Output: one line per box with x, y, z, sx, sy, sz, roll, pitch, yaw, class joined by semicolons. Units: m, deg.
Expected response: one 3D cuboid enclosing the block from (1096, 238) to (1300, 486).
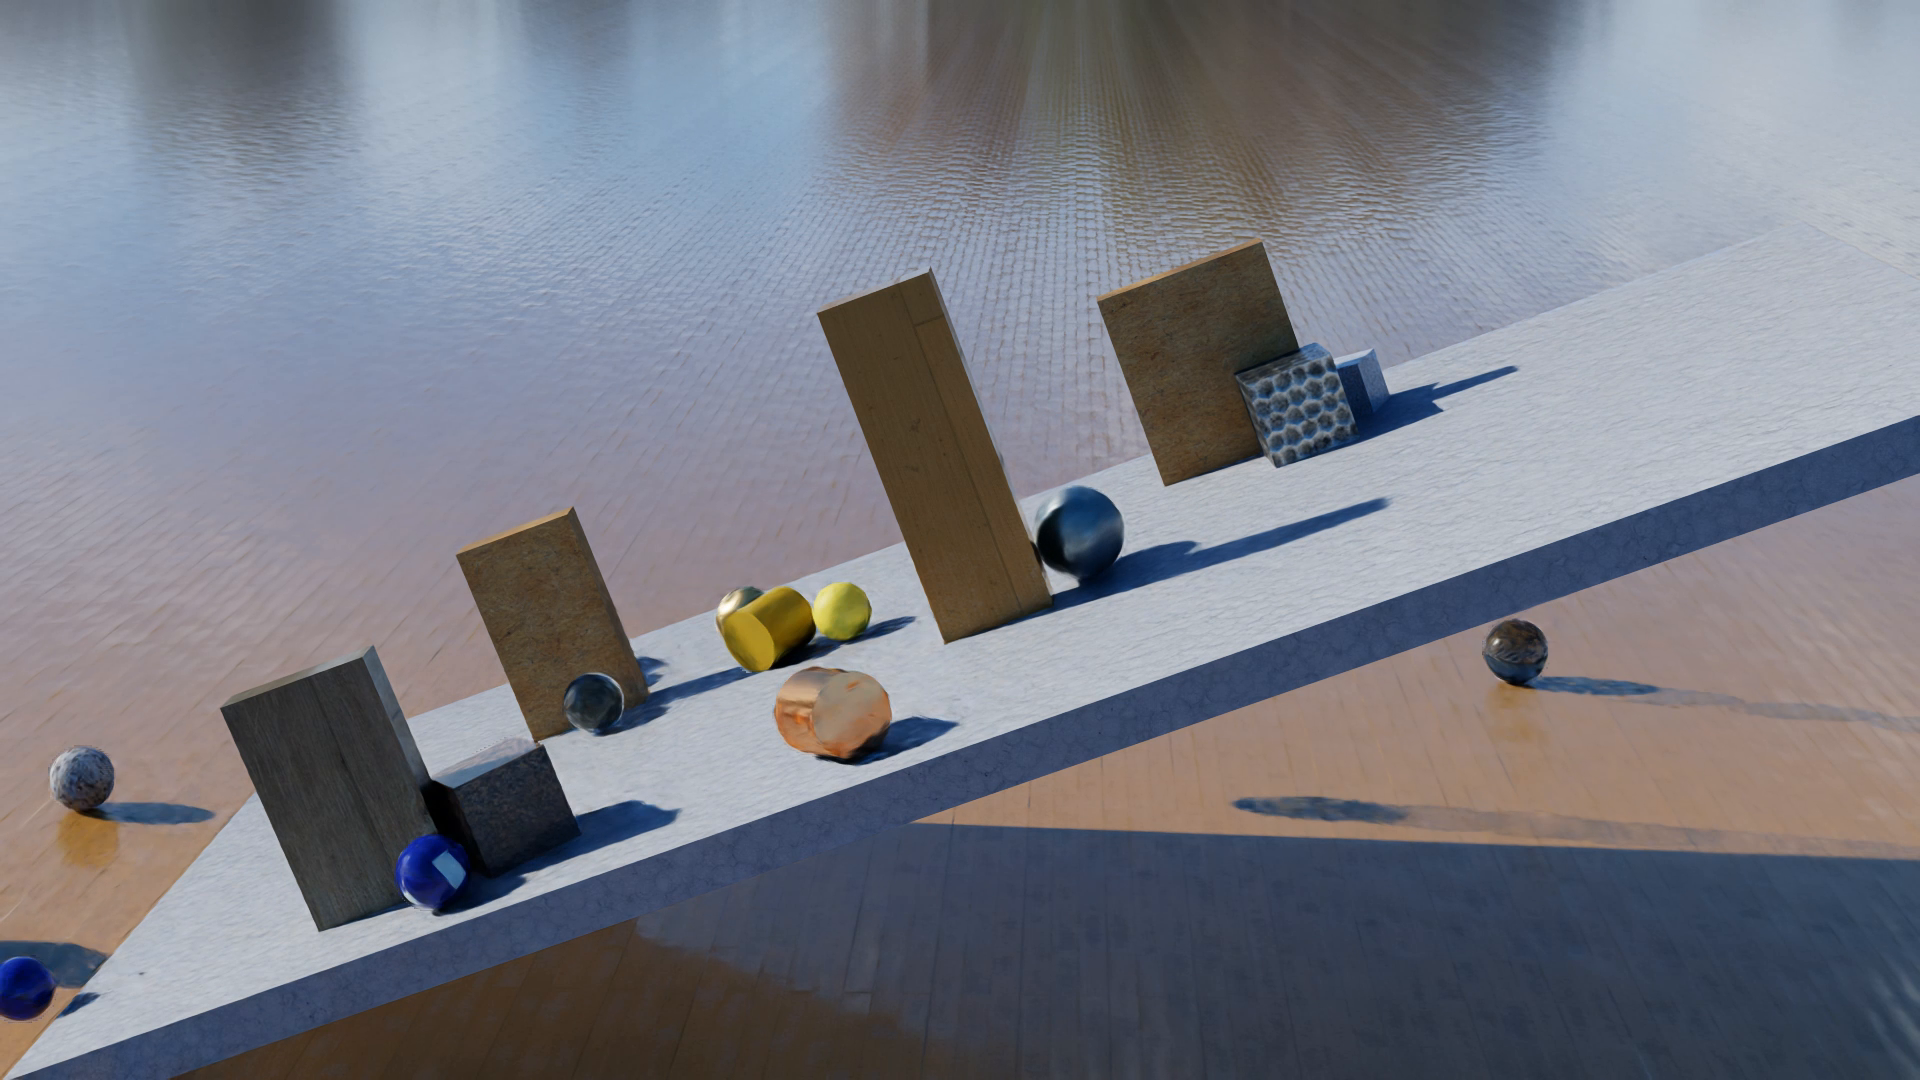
0.580;-0.408;6.764;0.397;0.459;0.081;-20;12;7;block

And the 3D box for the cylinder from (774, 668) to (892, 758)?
-0.241;0.326;5.564;0.165;0.165;0.165;-7;4;-28;cylinder

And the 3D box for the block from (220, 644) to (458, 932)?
-1.194;0.484;5.721;0.300;0.484;0.090;-20;12;7;block

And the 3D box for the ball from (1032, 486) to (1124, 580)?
0.249;-0.014;6.198;0.195;0.195;0.195;0;13;0;ball

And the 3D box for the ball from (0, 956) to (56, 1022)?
-1.888;0.903;5.918;0.130;0.130;0.130;0;13;0;ball

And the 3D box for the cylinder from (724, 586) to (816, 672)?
-0.422;0.197;6.533;0.146;0.146;0.146;10;28;36;cylinder

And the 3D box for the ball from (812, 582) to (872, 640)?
-0.260;0.157;6.470;0.130;0.130;0.130;0;13;0;ball

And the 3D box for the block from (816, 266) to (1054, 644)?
-0.046;-0.173;6.079;0.242;0.740;0.101;-20;12;7;block

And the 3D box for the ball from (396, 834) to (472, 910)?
-0.997;0.628;5.571;0.142;0.142;0.142;0;13;0;ball

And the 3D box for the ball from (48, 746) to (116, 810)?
-2.216;0.602;7.423;0.160;0.160;0.160;0;13;0;ball

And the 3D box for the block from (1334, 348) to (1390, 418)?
0.902;-0.355;6.798;0.122;0.122;0.122;-14;13;31;block

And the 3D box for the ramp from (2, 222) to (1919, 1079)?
0.117;0.176;6.296;4.000;0.100;2.000;-20;12;7;ramp

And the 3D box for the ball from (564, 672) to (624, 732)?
-0.809;0.358;6.504;0.134;0.134;0.134;0;13;0;ball

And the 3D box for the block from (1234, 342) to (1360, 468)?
0.758;-0.305;6.629;0.200;0.200;0.200;-21;11;1;block

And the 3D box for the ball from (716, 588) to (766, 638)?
-0.485;0.180;6.727;0.144;0.144;0.144;0;13;0;ball

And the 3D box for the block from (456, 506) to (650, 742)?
-0.916;0.191;6.632;0.269;0.464;0.087;-20;12;7;block

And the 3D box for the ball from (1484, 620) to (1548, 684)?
1.620;0.324;8.565;0.186;0.186;0.186;0;13;0;ball

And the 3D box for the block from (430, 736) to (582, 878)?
-0.891;0.520;5.750;0.194;0.194;0.194;-26;12;-22;block
